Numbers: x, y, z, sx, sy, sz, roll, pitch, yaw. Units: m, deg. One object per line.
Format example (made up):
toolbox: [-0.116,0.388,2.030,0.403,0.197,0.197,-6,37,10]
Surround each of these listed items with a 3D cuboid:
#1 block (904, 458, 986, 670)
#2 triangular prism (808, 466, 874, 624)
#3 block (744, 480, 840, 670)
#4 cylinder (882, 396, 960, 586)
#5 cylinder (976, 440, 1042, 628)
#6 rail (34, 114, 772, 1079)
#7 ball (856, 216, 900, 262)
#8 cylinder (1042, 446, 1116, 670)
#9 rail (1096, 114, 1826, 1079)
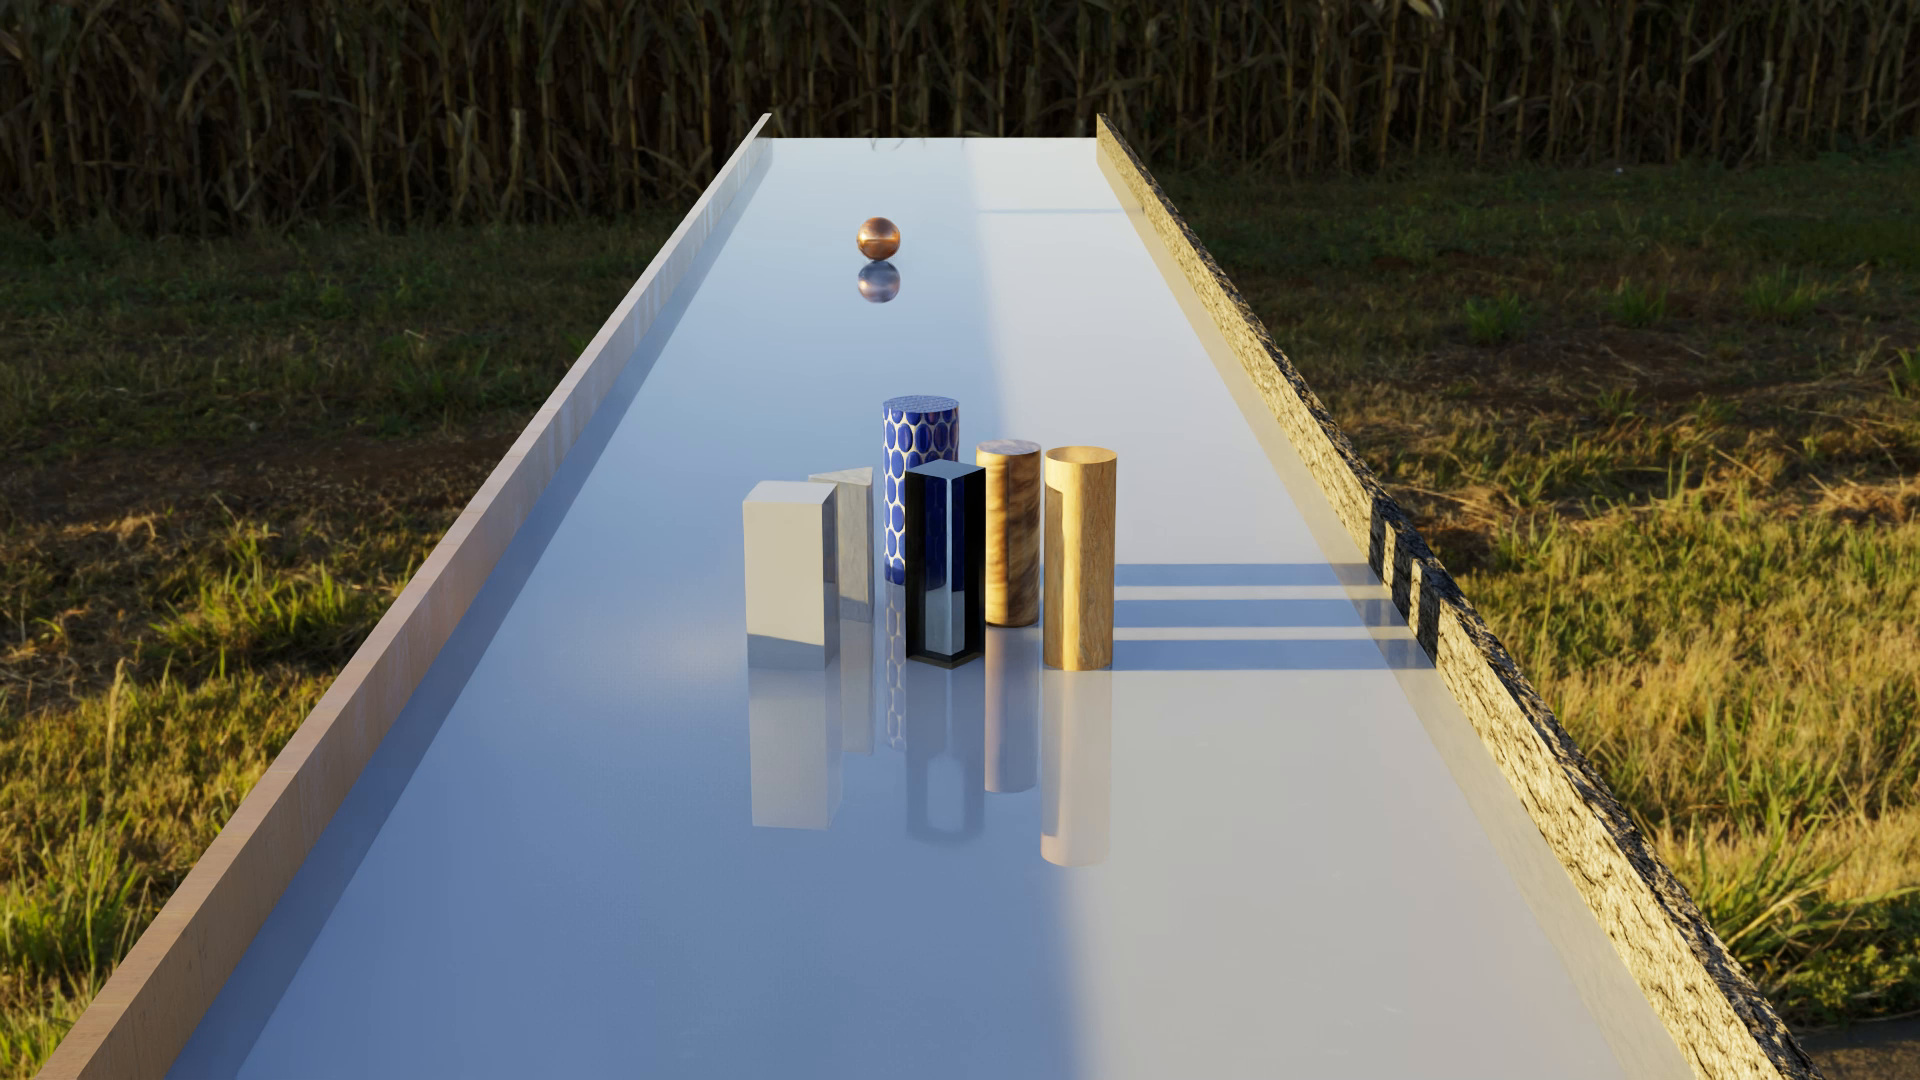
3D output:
block: [-0.029,0.047,4.382,0.115,0.391,0.115,12,20,35]
triangular prism: [-0.221,0.004,4.684,0.150,0.301,0.130,9,19,29]
block: [-0.334,0.070,4.391,0.156,0.343,0.156,2,17,8]
cylinder: [-0.086,-0.109,4.898,0.169,0.397,0.169,0,17,0]
cylinder: [0.101,-0.014,4.617,0.135,0.374,0.135,0,17,0]
rail: [-1.118,-0.838,7.780,0.050,0.150,12.000,0,17,-1]
ball: [-0.336,-1.245,9.095,0.181,0.181,0.181,0,17,0]
cylinder: [0.237,0.036,4.362,0.141,0.424,0.141,0,17,0]
rail: [0.932,-0.844,7.801,0.050,0.150,12.000,0,17,-1]
